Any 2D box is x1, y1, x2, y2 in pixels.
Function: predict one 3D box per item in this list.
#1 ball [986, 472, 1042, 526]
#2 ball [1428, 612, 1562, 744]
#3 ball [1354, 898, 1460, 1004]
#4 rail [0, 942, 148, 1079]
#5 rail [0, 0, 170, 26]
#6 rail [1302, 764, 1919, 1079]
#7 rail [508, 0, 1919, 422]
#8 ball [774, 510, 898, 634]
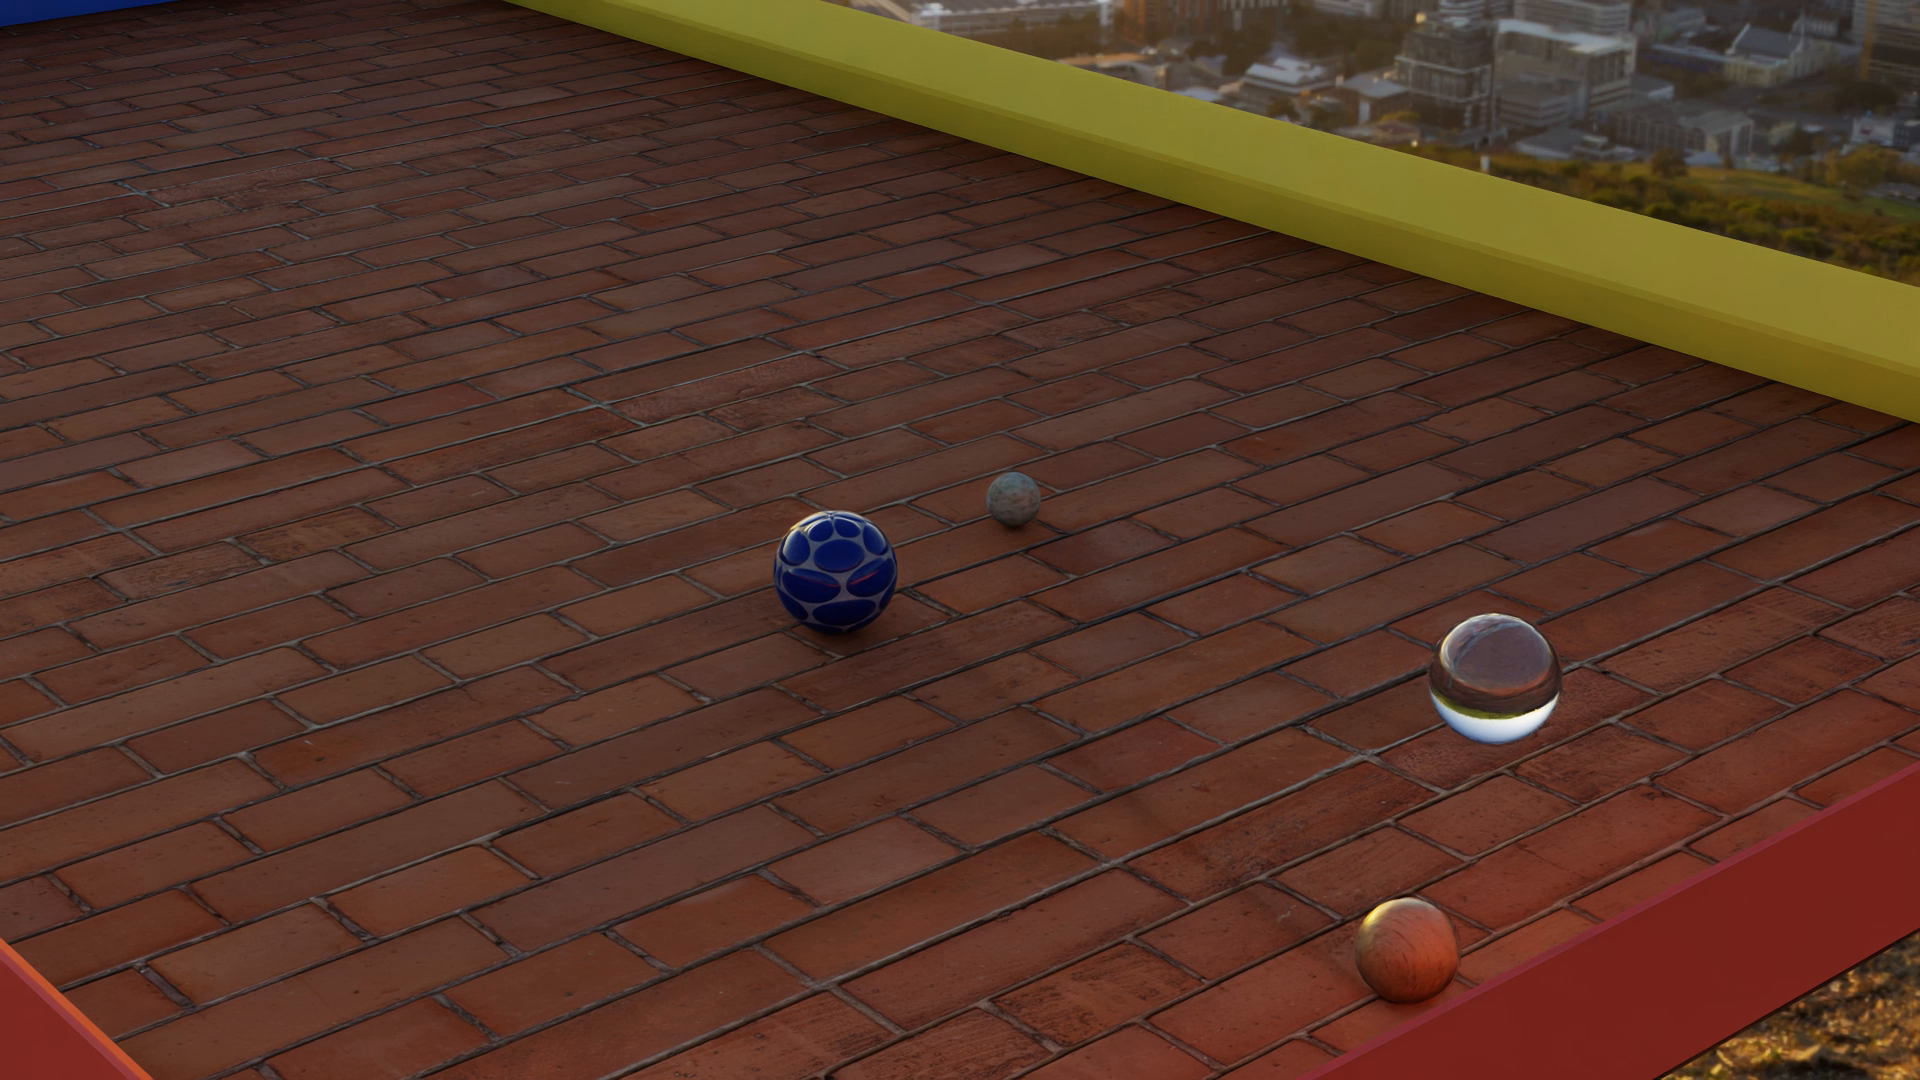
[{"bbox_3d":[0.047,-0.035,2.563,0.048,0.048,0.048,0,22,0],"label":"ball"},{"bbox_3d":[0.393,0.102,2.163,0.097,0.097,0.097,0,22,0],"label":"ball"},{"bbox_3d":[0.278,0.255,1.830,0.065,0.065,0.065,0,22,0],"label":"ball"},{"bbox_3d":[-1.256,-0.048,2.483,0.045,0.129,3.406,-18,28,-37],"label":"rail"},{"bbox_3d":[-1.634,-0.761,4.222,1.897,0.129,0.045,-18,28,-37],"label":"rail"},{"bbox_3d":[0.534,0.212,1.849,1.897,0.129,0.045,-18,28,-37],"label":"rail"},{"bbox_3d":[0.156,-0.501,3.588,0.045,0.129,3.406,-18,28,-37],"label":"rail"},{"bbox_3d":[-0.099,0.025,2.347,0.099,0.099,0.099,0,22,0],"label":"ball"}]
